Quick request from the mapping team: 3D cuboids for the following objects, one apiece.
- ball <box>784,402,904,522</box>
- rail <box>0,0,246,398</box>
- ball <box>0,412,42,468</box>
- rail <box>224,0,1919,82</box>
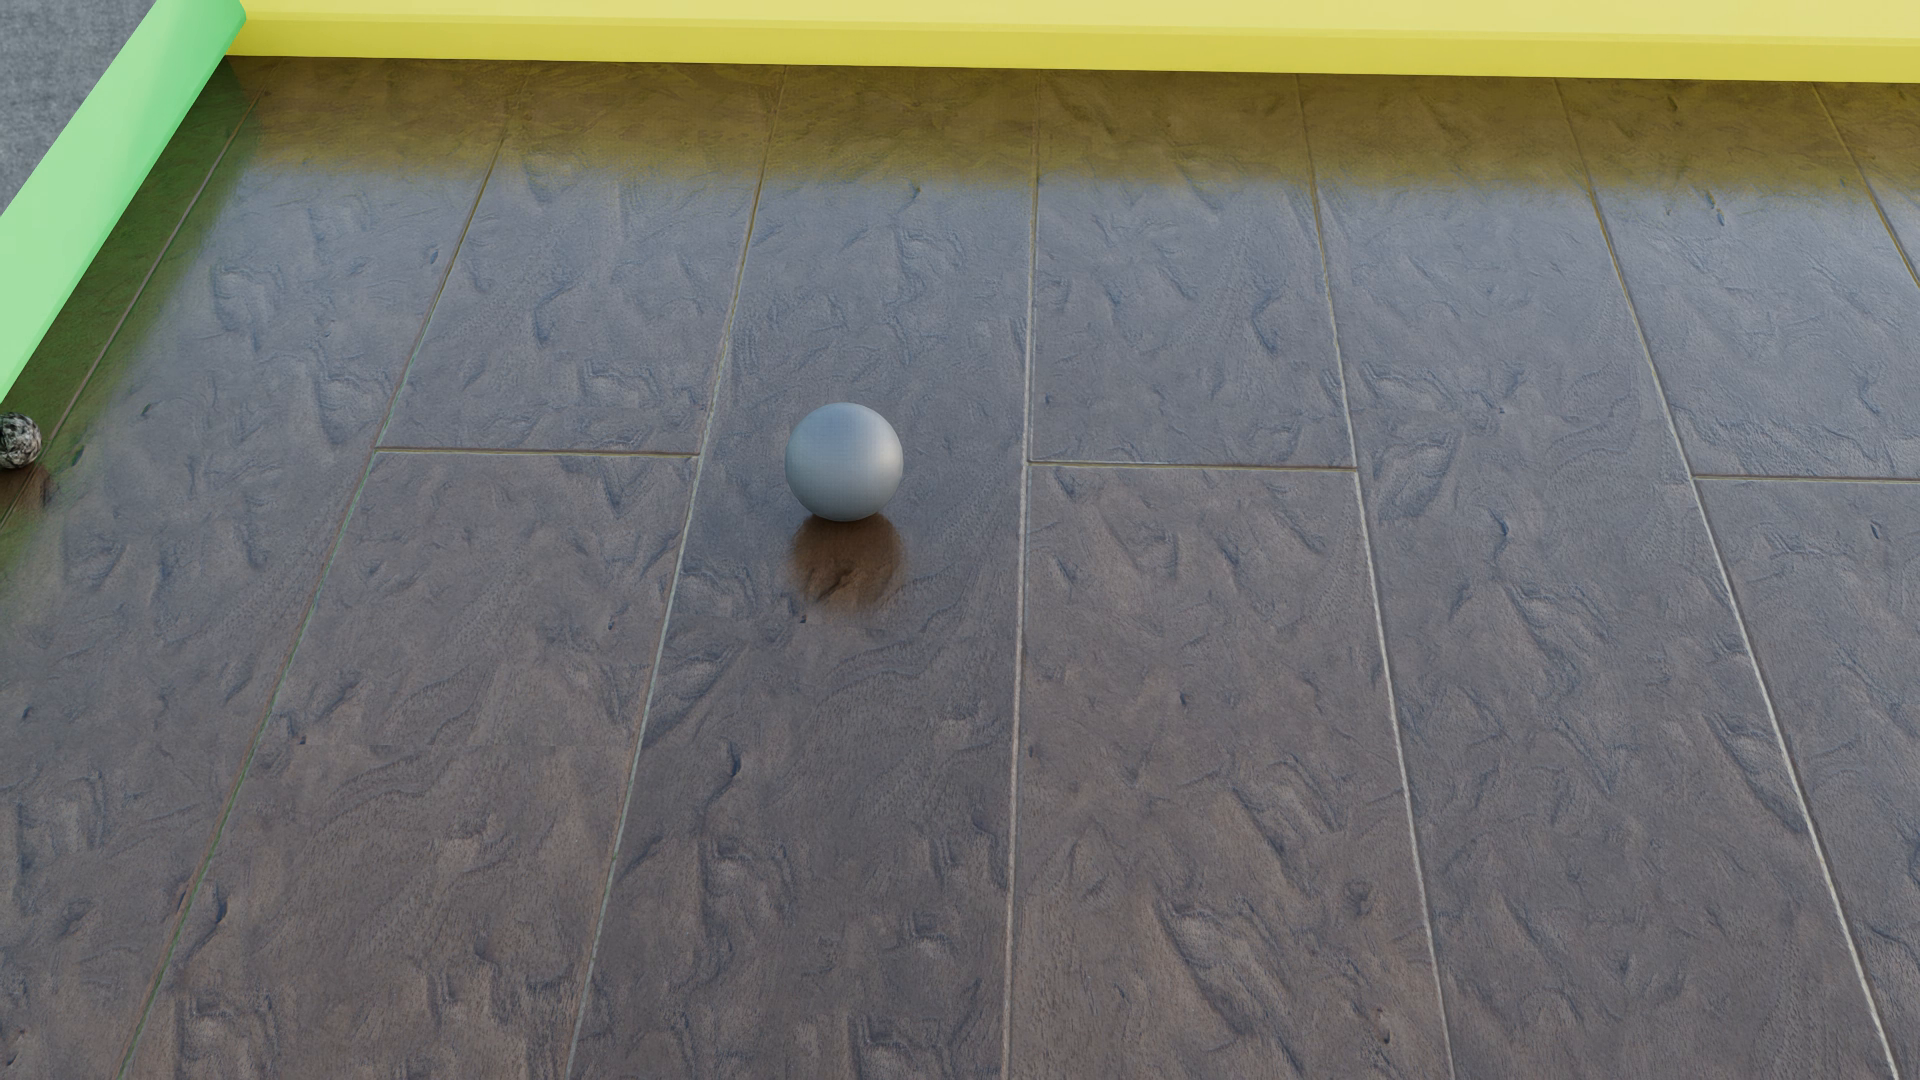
[{"bbox_3d":[-0.085,-0.057,1.870,0.087,0.087,0.087,0,35,0],"label":"ball"},{"bbox_3d":[-0.741,-0.040,1.816,0.045,0.122,1.701,1,35,2],"label":"rail"},{"bbox_3d":[-0.715,-0.075,1.935,0.043,0.043,0.043,0,35,0],"label":"ball"},{"bbox_3d":[0.796,-0.485,2.442,3.060,0.122,0.045,1,35,2],"label":"rail"}]
